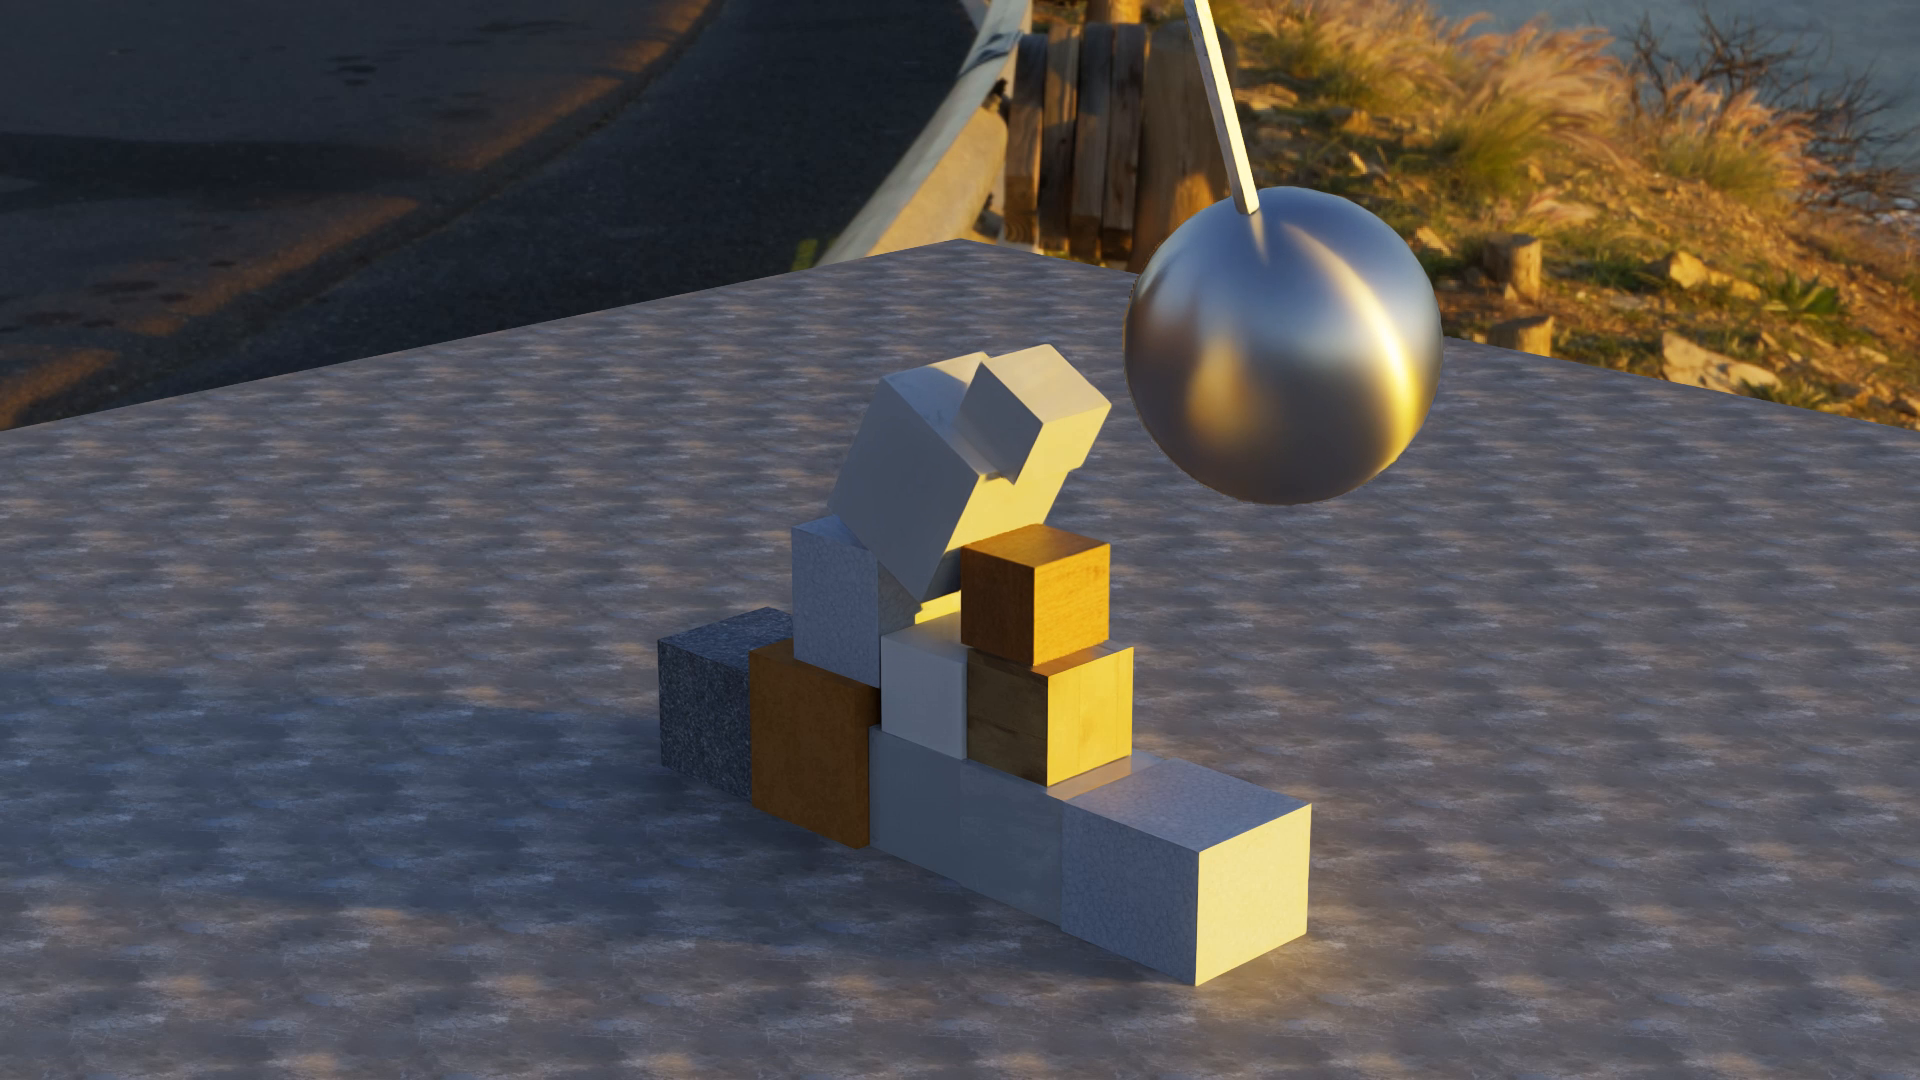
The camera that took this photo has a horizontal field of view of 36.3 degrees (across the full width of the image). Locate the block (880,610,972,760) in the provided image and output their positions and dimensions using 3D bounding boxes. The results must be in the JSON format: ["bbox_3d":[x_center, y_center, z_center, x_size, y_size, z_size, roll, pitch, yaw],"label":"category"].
[{"bbox_3d":[0.021,0.655,13.503,0.565,0.462,0.520,-17,24,-42],"label":"block"}]

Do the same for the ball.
[{"bbox_3d":[1.623,-0.971,14.738,1.600,1.600,1.600,0,17,0],"label":"ball"}]

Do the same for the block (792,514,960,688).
[{"bbox_3d":[-0.372,0.249,13.798,0.591,0.652,0.586,-17,24,-42],"label":"block"}]

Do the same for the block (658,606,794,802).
[{"bbox_3d":[-0.990,0.813,14.644,0.730,0.669,0.717,-17,24,-42],"label":"block"}]

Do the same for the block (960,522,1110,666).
[{"bbox_3d":[0.334,0.239,13.097,0.450,0.456,0.491,16,24,42],"label":"block"}]

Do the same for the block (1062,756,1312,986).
[{"bbox_3d":[0.981,1.428,12.780,0.741,0.612,0.778,-17,24,-42],"label":"block"}]

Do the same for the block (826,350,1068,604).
[{"bbox_3d":[-0.036,-0.290,13.282,0.646,0.772,0.693,-17,54,-43],"label":"block"}]

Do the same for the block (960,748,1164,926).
[{"bbox_3d":[0.469,1.282,13.265,0.676,0.600,0.644,-17,24,-42],"label":"block"}]

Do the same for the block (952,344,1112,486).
[{"bbox_3d":[0.314,-0.552,12.849,0.434,0.362,0.432,-17,54,-43],"label":"block"}]

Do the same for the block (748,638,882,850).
[{"bbox_3d":[-0.474,0.908,14.120,0.770,0.800,0.739,-17,24,-42],"label":"block"}]

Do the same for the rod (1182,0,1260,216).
[{"bbox_3d":[0.703,-3.692,12.918,0.080,5.200,0.080,17,46,42],"label":"rod"}]

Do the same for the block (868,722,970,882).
[{"bbox_3d":[0.002,1.154,13.681,0.595,0.595,0.611,-17,24,-42],"label":"block"}]

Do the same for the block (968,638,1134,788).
[{"bbox_3d":[0.404,0.729,13.159,0.553,0.517,0.496,-17,24,-42],"label":"block"}]
